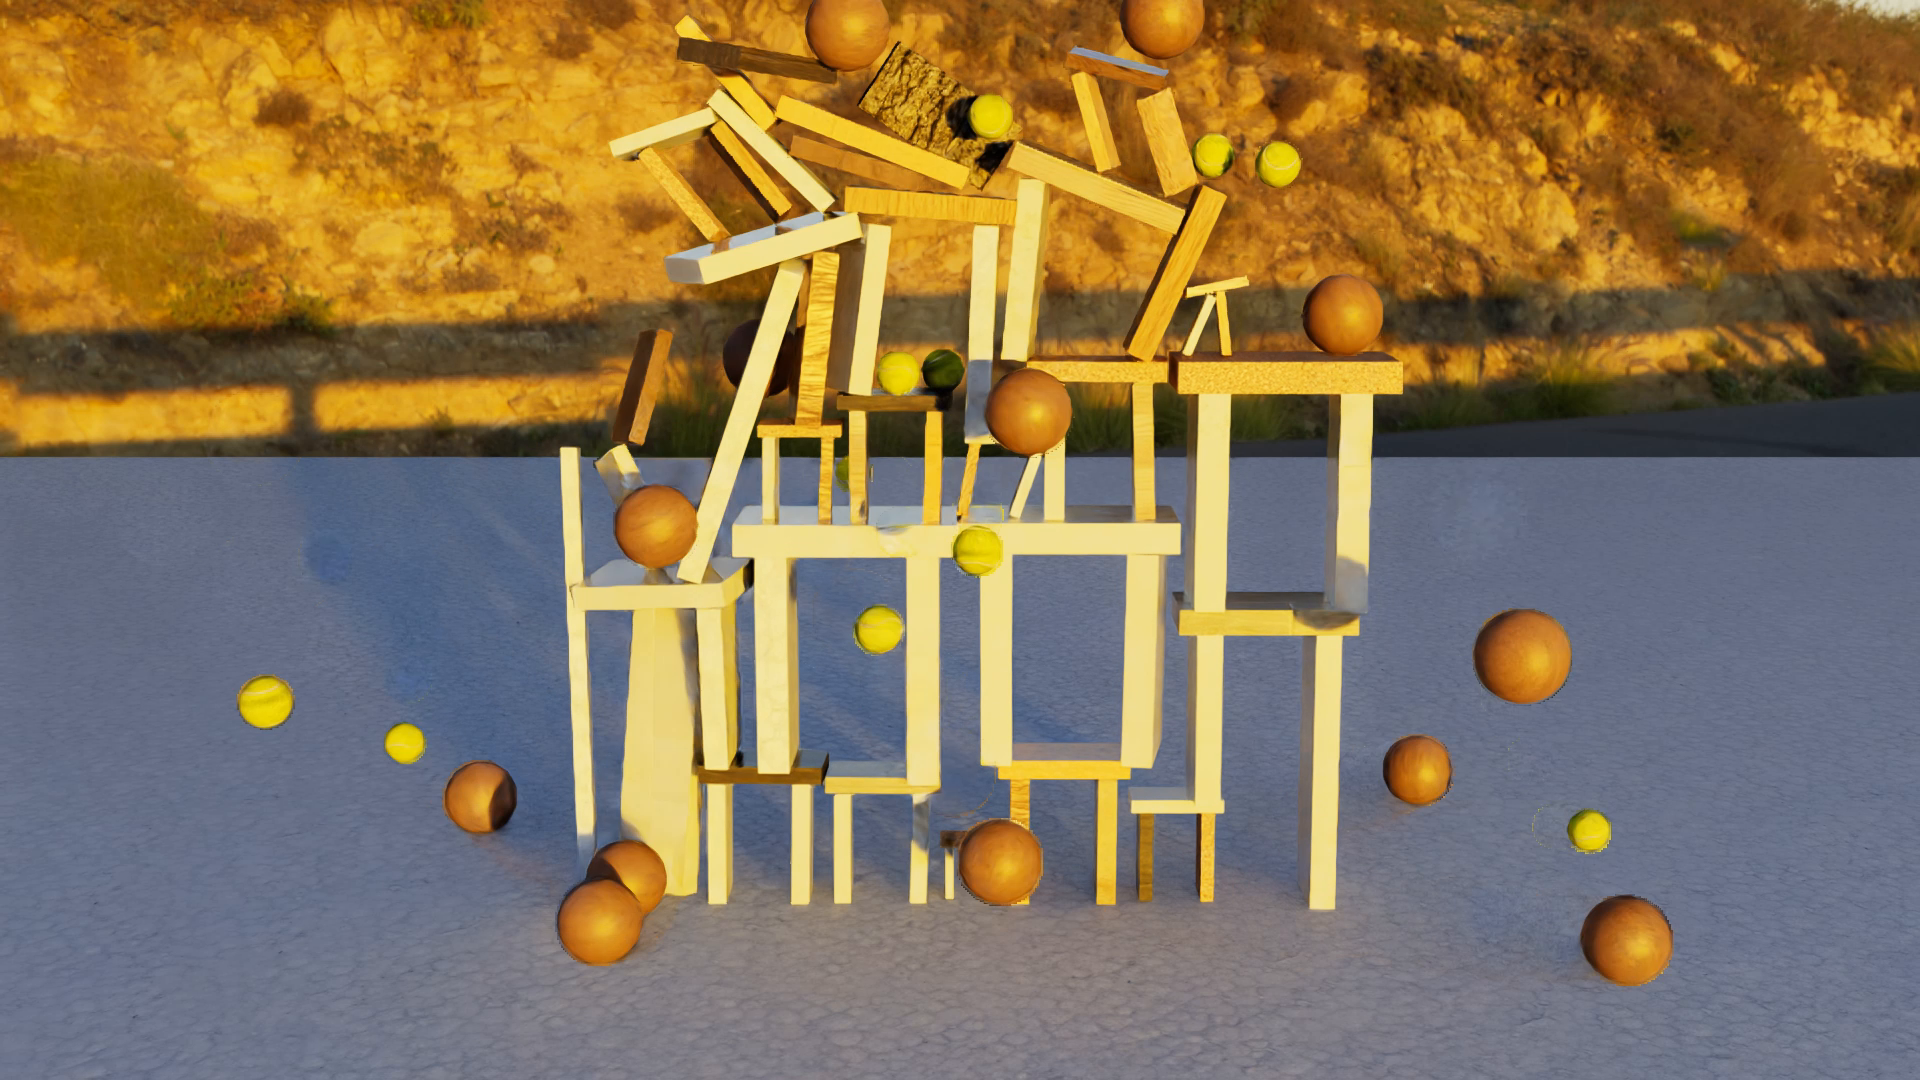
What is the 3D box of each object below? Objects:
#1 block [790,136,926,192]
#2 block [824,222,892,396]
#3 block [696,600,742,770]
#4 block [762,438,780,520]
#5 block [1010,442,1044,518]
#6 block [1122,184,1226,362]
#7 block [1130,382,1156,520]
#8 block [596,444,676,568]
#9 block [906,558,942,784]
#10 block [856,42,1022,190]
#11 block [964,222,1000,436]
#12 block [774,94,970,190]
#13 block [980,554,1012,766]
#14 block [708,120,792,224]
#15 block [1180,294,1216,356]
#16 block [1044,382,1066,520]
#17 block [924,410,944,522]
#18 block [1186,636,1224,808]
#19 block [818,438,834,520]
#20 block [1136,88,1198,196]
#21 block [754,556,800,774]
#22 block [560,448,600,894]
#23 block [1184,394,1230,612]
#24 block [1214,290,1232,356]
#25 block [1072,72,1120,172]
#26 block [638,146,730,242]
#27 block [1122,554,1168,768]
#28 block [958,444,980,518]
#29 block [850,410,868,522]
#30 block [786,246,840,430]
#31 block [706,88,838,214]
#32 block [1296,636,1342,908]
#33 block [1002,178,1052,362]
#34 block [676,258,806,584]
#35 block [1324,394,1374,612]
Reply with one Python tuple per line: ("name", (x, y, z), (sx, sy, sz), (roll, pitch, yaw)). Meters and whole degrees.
("block", (-0.159, -0.588, 3.443), (0.207, 0.029, 0.103), (16, 10, -1))
("block", (-0.168, -0.369, 3.484), (0.037, 0.265, 0.132), (4, 8, -26))
("block", (-0.392, 0.222, 3.598), (0.039, 0.275, 0.137), (1, 17, 4))
("block", (-0.304, -0.105, 3.537), (0.019, 0.133, 0.067), (2, 11, 2))
("block", (0.107, -0.099, 3.535), (0.017, 0.121, 0.060), (19, 10, -3))
("block", (0.337, -0.421, 3.467), (0.040, 0.282, 0.141), (24, 9, -3))
("block", (0.293, -0.150, 3.531), (0.031, 0.220, 0.110), (-2, 10, 2))
("block", (-0.531, -0.056, 3.590), (0.027, 0.190, 0.095), (-26, -1, -28))
("block", (-0.058, 0.194, 3.598), (0.050, 0.375, 0.178), (0, 11, 1))
("block", (-0.032, -0.674, 3.501), (0.238, 0.119, 0.034), (32, 7, -15))
("block", (0.035, -0.338, 3.489), (0.037, 0.326, 0.132), (3, 11, 1))
("block", (-0.134, -0.621, 3.431), (0.309, 0.034, 0.119), (21, 10, -3))
("block", (0.059, 0.178, 3.596), (0.049, 0.348, 0.174), (0, 11, 1))
("block", (-0.328, -0.572, 3.427), (0.024, 0.170, 0.085), (-40, 4, -8))
("block", (0.379, -0.342, 3.496), (0.014, 0.101, 0.050), (23, 8, 0))
("block", (0.152, -0.150, 3.532), (0.031, 0.220, 0.110), (0, 11, 1))
("block", (-0.042, -0.125, 3.526), (0.025, 0.177, 0.089), (2, 11, 2))
("block", (0.400, 0.280, 3.610), (0.041, 0.286, 0.143), (0, 11, 0))
("block", (-0.214, -0.105, 3.535), (0.019, 0.133, 0.067), (3, 13, -2))
("block", (0.323, -0.619, 3.420), (0.022, 0.154, 0.077), (-9, 16, 36))
("block", (-0.298, 0.185, 3.599), (0.050, 0.356, 0.178), (0, 11, 1))
("block", (-0.632, 0.215, 3.659), (0.027, 0.736, 0.095), (-2, 2, -6))
("block", (0.397, -0.072, 3.544), (0.049, 0.348, 0.174), (0, 11, 0))
("block", (0.418, -0.345, 3.499), (0.014, 0.101, 0.050), (-6, 5, 3))
("block", (0.213, -0.657, 3.446), (0.022, 0.154, 0.077), (-14, 9, 18))
("block", (-0.432, -0.540, 3.445), (0.024, 0.170, 0.085), (-40, -1, 6))
("block", (0.302, 0.179, 3.589), (0.049, 0.348, 0.174), (3, 11, 10))
("block", (0.015, -0.102, 3.542), (0.017, 0.121, 0.060), (10, 12, -1))
("block", (-0.161, -0.125, 3.530), (0.025, 0.177, 0.089), (1, 11, 1))
("block", (-0.234, -0.325, 3.482), (0.039, 0.276, 0.138), (5, 13, -11))
("block", (-0.292, -0.610, 3.448), (0.244, 0.029, 0.104), (43, 8, -7))
("block", (0.591, 0.365, 3.626), (0.041, 0.459, 0.143), (0, 11, 0))
("block", (0.107, -0.433, 3.505), (0.040, 0.282, 0.141), (7, 11, 6))
("block", (-0.346, -0.192, 3.477), (0.039, 0.522, 0.138), (18, 16, -8))
("block", (0.625, -0.072, 3.543), (0.049, 0.348, 0.174), (0, 11, 3))
